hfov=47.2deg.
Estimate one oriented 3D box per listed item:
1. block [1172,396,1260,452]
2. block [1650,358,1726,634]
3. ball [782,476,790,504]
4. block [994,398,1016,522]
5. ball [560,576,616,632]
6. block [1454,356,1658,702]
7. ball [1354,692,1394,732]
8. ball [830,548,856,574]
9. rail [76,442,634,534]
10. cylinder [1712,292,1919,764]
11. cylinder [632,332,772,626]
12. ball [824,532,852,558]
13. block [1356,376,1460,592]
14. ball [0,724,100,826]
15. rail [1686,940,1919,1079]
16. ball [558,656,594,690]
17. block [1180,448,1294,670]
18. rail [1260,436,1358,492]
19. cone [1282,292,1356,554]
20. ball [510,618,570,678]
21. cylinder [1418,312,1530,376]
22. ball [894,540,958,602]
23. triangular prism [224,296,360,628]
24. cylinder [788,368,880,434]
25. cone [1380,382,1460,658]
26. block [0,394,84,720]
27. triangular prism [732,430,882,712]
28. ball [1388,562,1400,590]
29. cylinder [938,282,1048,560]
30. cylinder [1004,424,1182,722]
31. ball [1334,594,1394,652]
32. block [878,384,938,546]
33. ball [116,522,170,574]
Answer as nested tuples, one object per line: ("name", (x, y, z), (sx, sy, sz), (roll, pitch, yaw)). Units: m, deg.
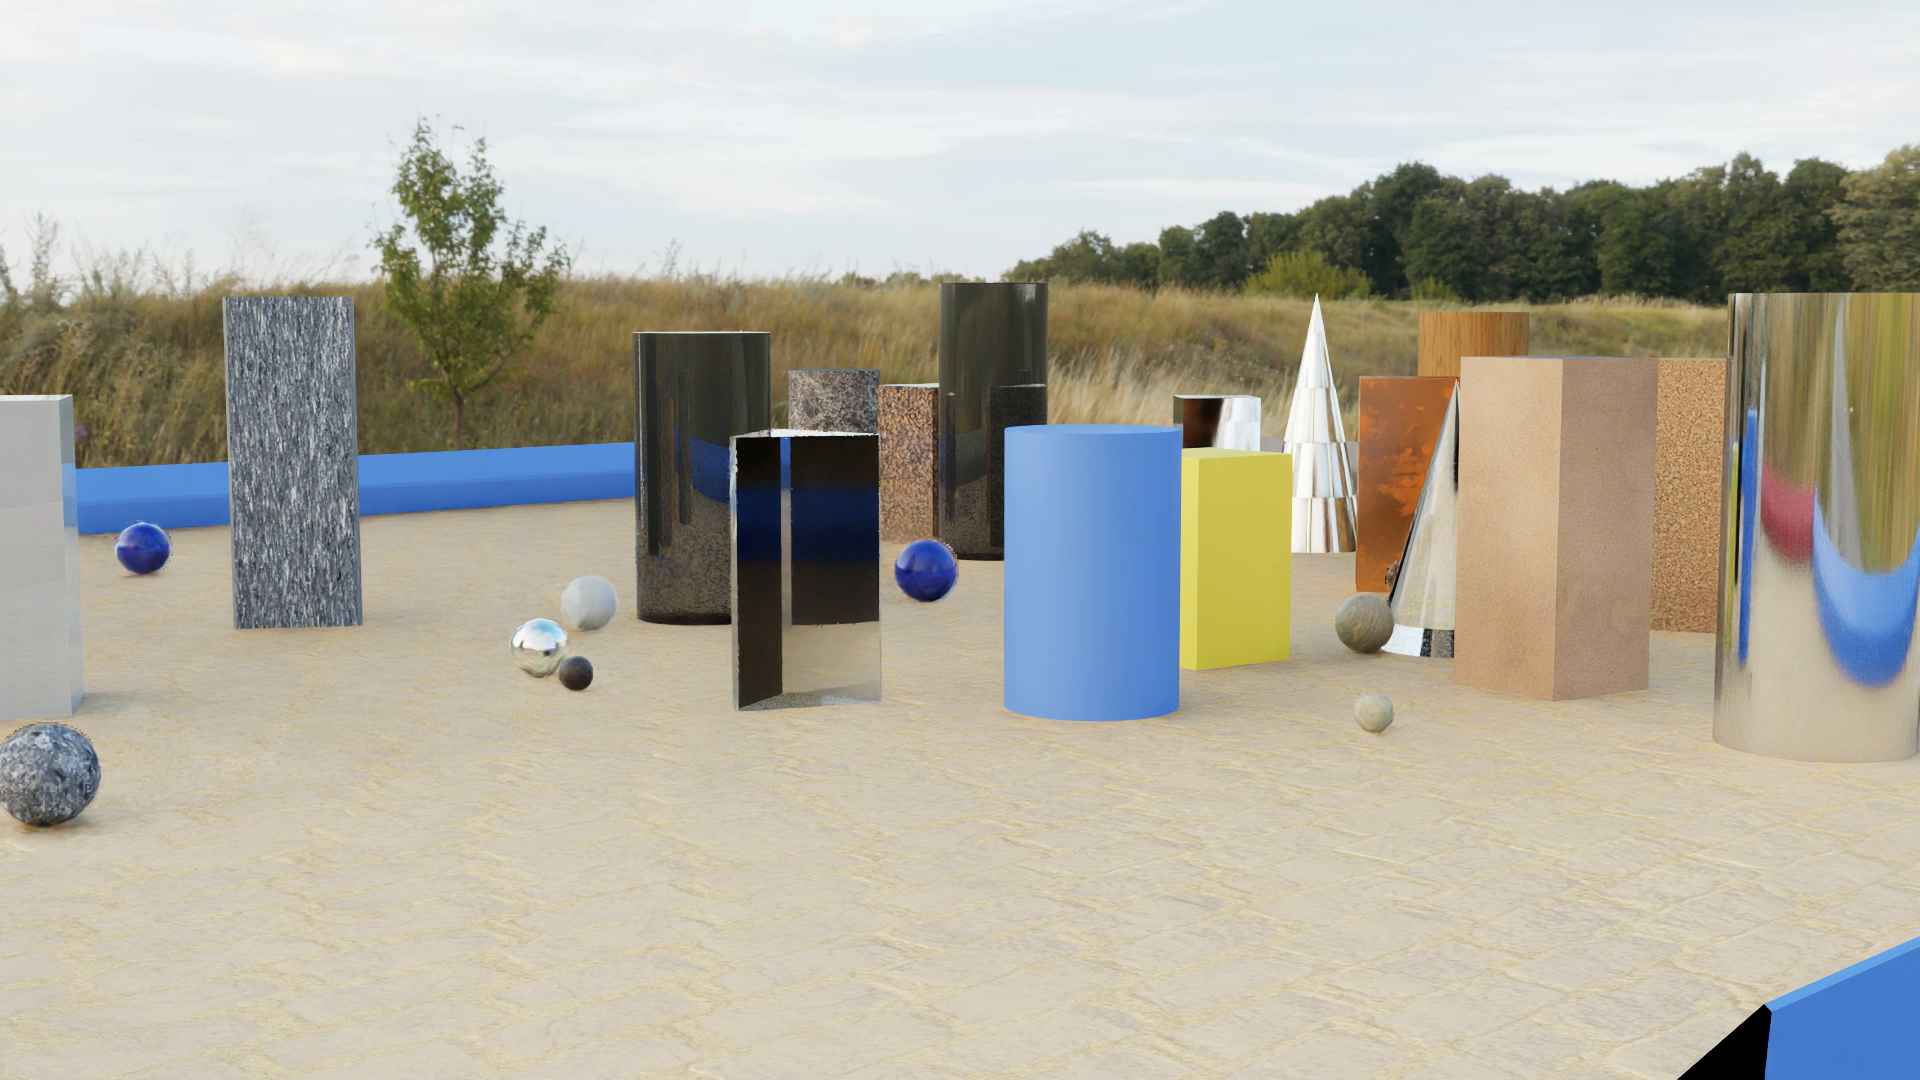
("block", (0.534, -0.167, 4.600), (0.159, 0.266, 0.159), (0, 6, -2))
("block", (1.060, -0.066, 3.102), (0.159, 0.376, 0.159), (2, 6, 20))
("ball", (-0.358, -0.112, 4.955), (0.083, 0.083, 0.083), (0, 6, 0))
("block", (0.006, -0.174, 4.701), (0.159, 0.259, 0.159), (-4, 7, -36))
("ball", (-0.517, 0.089, 3.062), (0.077, 0.077, 0.077), (0, 6, 0))
("block", (0.703, -0.021, 2.601), (0.159, 0.390, 0.159), (-4, 7, -32))
("ball", (0.439, 0.183, 2.330), (0.042, 0.042, 0.042), (0, 6, 0))
("ball", (-0.198, 0.037, 3.726), (0.043, 0.043, 0.043), (0, 6, 0))
("rail", (-1.319, -0.115, 4.754), (4.100, 0.129, 0.045), (-5, 8, -42))
("cylinder", (0.880, -0.019, 2.244), (0.198, 0.462, 0.198), (0, 6, 0))
("cylinder", (-0.373, -0.094, 3.196), (0.198, 0.413, 0.198), (0, 6, 0))
("ball", (-0.220, 0.010, 3.945), (0.051, 0.051, 0.051), (0, 6, 0))
("block", (0.721, -0.092, 3.540), (0.159, 0.338, 0.159), (1, 6, 9))
("ball", (-0.792, 0.204, 1.908), (0.088, 0.088, 0.088), (0, 6, 0))
("rail", (1.319, 0.182, 1.910), (4.100, 0.129, 0.045), (-5, 8, -42))
("ball", (-0.451, 0.157, 2.584), (0.041, 0.041, 0.041), (0, 6, 0))
("block", (0.313, 0.020, 2.826), (0.159, 0.263, 0.159), (-4, 7, -35))
("rail", (1.489, -0.109, 4.699), (0.045, 0.129, 3.937), (-5, 8, -42))
("cone", (0.666, -0.224, 4.127), (0.198, 0.478, 0.198), (0, 6, 0))
("ball", (-0.511, 0.131, 2.677), (0.072, 0.072, 0.072), (0, 6, 0))
("cylinder", (0.940, -0.197, 4.049), (0.198, 0.442, 0.198), (0, 6, 0))
("ball", (-0.052, 0.047, 3.369), (0.096, 0.096, 0.096), (0, 6, 0))
("triangular prism", (-0.948, -0.115, 3.153), (0.172, 0.464, 0.149), (-1, 6, -10))
("cylinder", (-0.271, -0.208, 4.750), (0.198, 0.318, 0.198), (0, 6, 0))
("cone", (0.652, -0.035, 2.905), (0.198, 0.355, 0.198), (0, 6, 0))
("block", (-1.076, 0.016, 2.455), (0.159, 0.348, 0.159), (-2, 6, -17))
("triangular prism", (-0.195, 0.029, 2.536), (0.172, 0.306, 0.149), (-2, 6, -19))
("ball", (0.695, 0.061, 3.424), (0.057, 0.057, 0.057), (0, 6, 0))
("cylinder", (0.060, -0.218, 3.999), (0.198, 0.493, 0.198), (0, 6, 0))
("cylinder", (0.149, 0.031, 2.474), (0.198, 0.313, 0.198), (0, 6, 0))
("ball", (0.528, 0.109, 2.872), (0.077, 0.077, 0.077), (0, 6, 0))
("block", (-0.046, -0.146, 4.230), (0.159, 0.302, 0.159), (-5, 8, -42))
("ball", (-1.382, 0.015, 3.722), (0.087, 0.087, 0.087), (0, 6, 0))
